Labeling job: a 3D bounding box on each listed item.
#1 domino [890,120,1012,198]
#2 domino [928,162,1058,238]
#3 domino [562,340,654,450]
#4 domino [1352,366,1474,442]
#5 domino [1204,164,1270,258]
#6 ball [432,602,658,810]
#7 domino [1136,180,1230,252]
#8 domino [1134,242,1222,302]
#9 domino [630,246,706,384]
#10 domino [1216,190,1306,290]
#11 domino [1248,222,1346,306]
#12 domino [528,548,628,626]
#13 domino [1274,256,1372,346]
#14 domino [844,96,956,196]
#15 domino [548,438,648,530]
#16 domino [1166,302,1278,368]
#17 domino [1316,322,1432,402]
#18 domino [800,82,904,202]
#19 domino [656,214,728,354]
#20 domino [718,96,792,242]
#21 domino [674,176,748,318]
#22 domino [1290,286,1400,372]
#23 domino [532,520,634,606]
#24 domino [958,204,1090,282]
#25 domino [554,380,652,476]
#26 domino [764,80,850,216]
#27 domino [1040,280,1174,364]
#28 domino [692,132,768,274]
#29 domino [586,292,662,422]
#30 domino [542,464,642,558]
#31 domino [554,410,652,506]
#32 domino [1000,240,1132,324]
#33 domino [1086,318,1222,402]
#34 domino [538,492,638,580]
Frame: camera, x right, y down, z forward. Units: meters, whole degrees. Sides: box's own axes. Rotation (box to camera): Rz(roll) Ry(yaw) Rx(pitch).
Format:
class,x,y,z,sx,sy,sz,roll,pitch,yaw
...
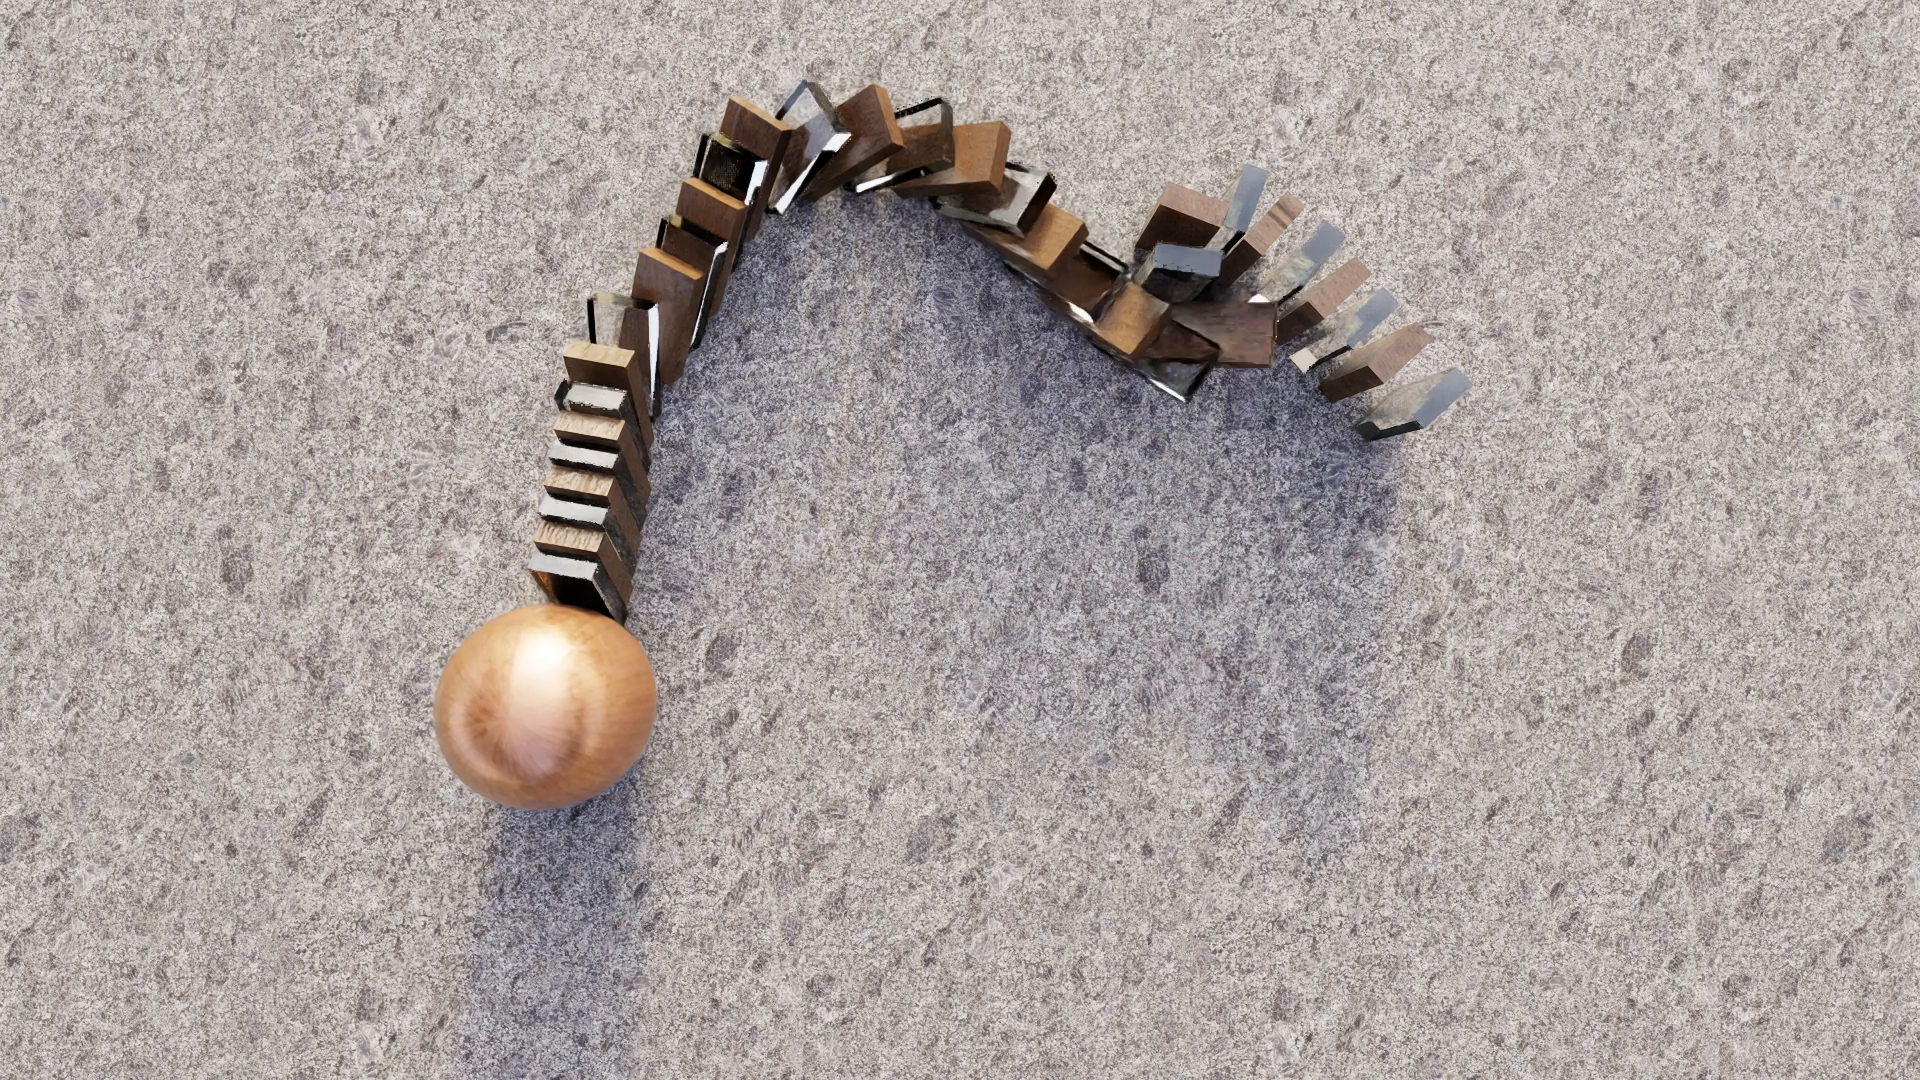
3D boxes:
class,x,y,z,sx,sy,sz,roll,pitch,yaw
domino,-0.005,-0.158,0.382,0.050,0.009,0.025,10,87,32
domino,0.013,-0.144,0.381,0.050,0.010,0.025,30,87,35
domino,-0.144,-0.058,0.377,0.025,0.050,0.009,10,52,0
domino,0.184,-0.054,0.375,0.025,0.050,0.009,-42,90,0
domino,0.109,-0.131,0.375,0.009,0.050,0.025,21,90,0
ball,-0.161,0.065,0.360,0.080,0.080,0.080,0,90,0
domino,0.090,-0.128,0.375,0.025,0.050,0.009,21,90,0
domino,0.087,-0.107,0.375,0.025,0.050,0.010,8,90,0
domino,-0.124,-0.093,0.381,0.025,0.009,0.050,27,124,1
domino,0.120,-0.121,0.375,0.009,0.050,0.025,42,90,0
domino,0.136,-0.109,0.375,0.010,0.050,0.025,40,90,0
domino,-0.155,0.021,0.376,0.025,0.050,0.010,10,60,0
domino,0.145,-0.096,0.375,0.025,0.050,0.010,-44,90,0
domino,-0.026,-0.164,0.383,0.050,0.010,0.025,-4,89,31
domino,-0.147,-0.022,0.376,0.025,0.050,0.009,10,60,0
domino,0.106,-0.087,0.386,0.050,0.009,0.025,7,90,22
domino,0.168,-0.072,0.375,0.025,0.050,0.009,-42,90,0
domino,-0.049,-0.165,0.384,0.050,0.009,0.025,-18,90,30
domino,-0.116,-0.106,0.382,0.025,0.010,0.050,28,124,0
domino,-0.091,-0.154,0.382,0.025,0.009,0.050,33,123,2
domino,-0.108,-0.121,0.382,0.025,0.010,0.050,28,123,0
domino,0.156,-0.085,0.375,0.025,0.050,0.009,-43,90,0
domino,-0.153,0.010,0.376,0.025,0.050,0.010,10,60,0
domino,0.026,-0.131,0.385,0.050,0.010,0.025,37,90,26
domino,-0.145,-0.044,0.376,0.025,0.050,0.010,10,60,0
domino,-0.070,-0.162,0.381,0.050,0.009,0.025,-33,89,36
domino,0.061,-0.098,0.384,0.050,0.009,0.025,41,95,26
domino,-0.100,-0.139,0.382,0.025,0.009,0.050,30,123,3
domino,-0.139,-0.075,0.382,0.025,0.010,0.050,10,123,0
domino,-0.149,-0.011,0.376,0.025,0.050,0.010,10,60,0
domino,-0.145,-0.032,0.376,0.025,0.050,0.009,10,60,0
domino,0.044,-0.114,0.384,0.050,0.010,0.025,39,93,26
domino,0.081,-0.082,0.384,0.050,0.010,0.025,38,98,23
domino,-0.152,0.000,0.376,0.025,0.050,0.009,10,60,0
